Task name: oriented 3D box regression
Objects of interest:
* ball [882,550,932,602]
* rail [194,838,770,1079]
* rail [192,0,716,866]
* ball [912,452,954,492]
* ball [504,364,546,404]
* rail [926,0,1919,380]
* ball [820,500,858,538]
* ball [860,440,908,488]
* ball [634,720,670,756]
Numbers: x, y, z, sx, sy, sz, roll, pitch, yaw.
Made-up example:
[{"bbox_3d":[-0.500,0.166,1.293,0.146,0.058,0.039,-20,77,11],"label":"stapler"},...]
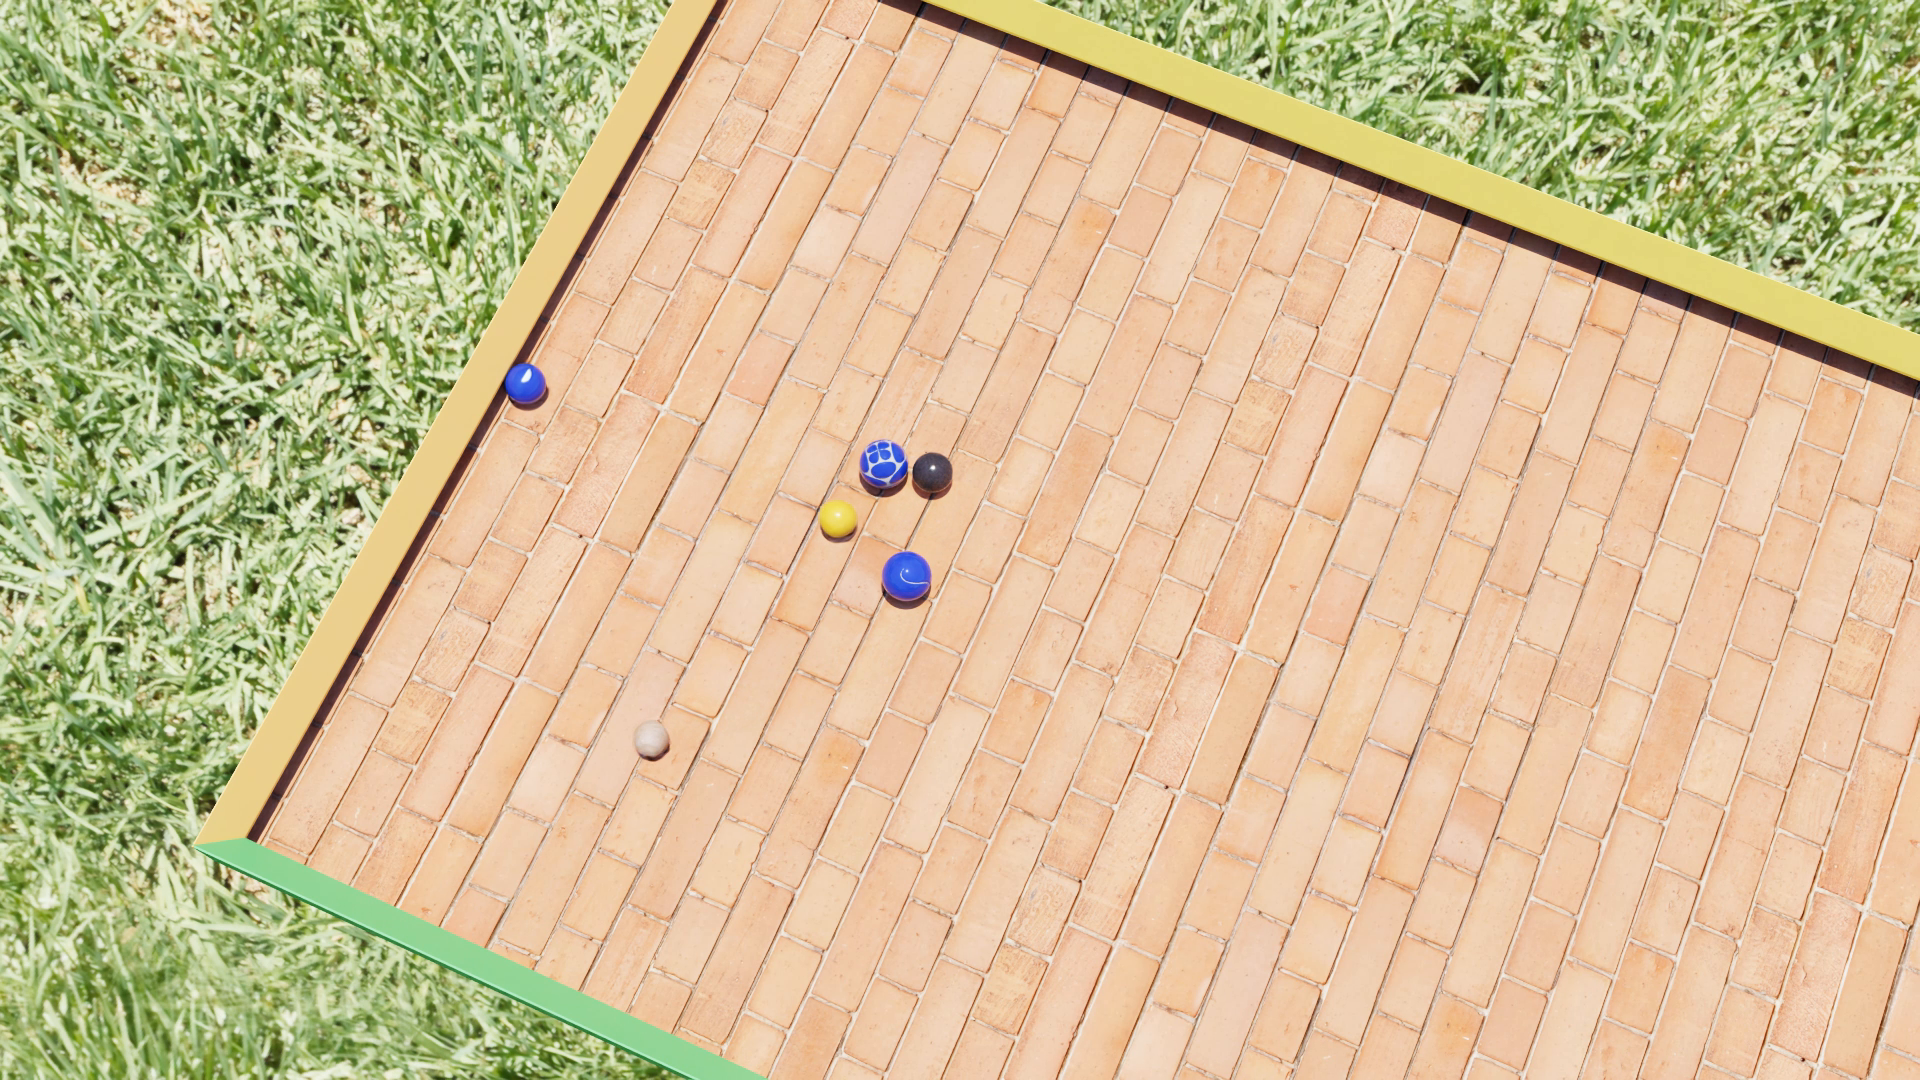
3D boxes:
[{"bbox_3d":[-0.083,0.056,3.415,0.079,0.079,0.079,0,70,0],"label":"ball"},{"bbox_3d":[0.390,1.070,3.034,3.285,0.103,0.045,23,72,8],"label":"rail"},{"bbox_3d":[-0.729,-0.310,3.534,0.045,0.103,1.823,23,72,8],"label":"rail"},{"bbox_3d":[-0.043,-0.107,3.481,0.065,0.065,0.065,0,70,0],"label":"ball"},{"bbox_3d":[-0.698,-0.251,3.533,0.066,0.066,0.066,0,70,0],"label":"ball"},{"bbox_3d":[1.111,-0.456,3.587,3.285,0.103,0.045,23,72,8],"label":"rail"},{"bbox_3d":[-0.191,-0.034,3.458,0.060,0.060,0.060,0,70,0],"label":"ball"},{"bbox_3d":[-0.120,-0.120,3.479,0.079,0.079,0.079,0,70,0],"label":"ball"},{"bbox_3d":[-0.469,0.301,3.339,0.055,0.055,0.055,0,70,0],"label":"ball"}]
